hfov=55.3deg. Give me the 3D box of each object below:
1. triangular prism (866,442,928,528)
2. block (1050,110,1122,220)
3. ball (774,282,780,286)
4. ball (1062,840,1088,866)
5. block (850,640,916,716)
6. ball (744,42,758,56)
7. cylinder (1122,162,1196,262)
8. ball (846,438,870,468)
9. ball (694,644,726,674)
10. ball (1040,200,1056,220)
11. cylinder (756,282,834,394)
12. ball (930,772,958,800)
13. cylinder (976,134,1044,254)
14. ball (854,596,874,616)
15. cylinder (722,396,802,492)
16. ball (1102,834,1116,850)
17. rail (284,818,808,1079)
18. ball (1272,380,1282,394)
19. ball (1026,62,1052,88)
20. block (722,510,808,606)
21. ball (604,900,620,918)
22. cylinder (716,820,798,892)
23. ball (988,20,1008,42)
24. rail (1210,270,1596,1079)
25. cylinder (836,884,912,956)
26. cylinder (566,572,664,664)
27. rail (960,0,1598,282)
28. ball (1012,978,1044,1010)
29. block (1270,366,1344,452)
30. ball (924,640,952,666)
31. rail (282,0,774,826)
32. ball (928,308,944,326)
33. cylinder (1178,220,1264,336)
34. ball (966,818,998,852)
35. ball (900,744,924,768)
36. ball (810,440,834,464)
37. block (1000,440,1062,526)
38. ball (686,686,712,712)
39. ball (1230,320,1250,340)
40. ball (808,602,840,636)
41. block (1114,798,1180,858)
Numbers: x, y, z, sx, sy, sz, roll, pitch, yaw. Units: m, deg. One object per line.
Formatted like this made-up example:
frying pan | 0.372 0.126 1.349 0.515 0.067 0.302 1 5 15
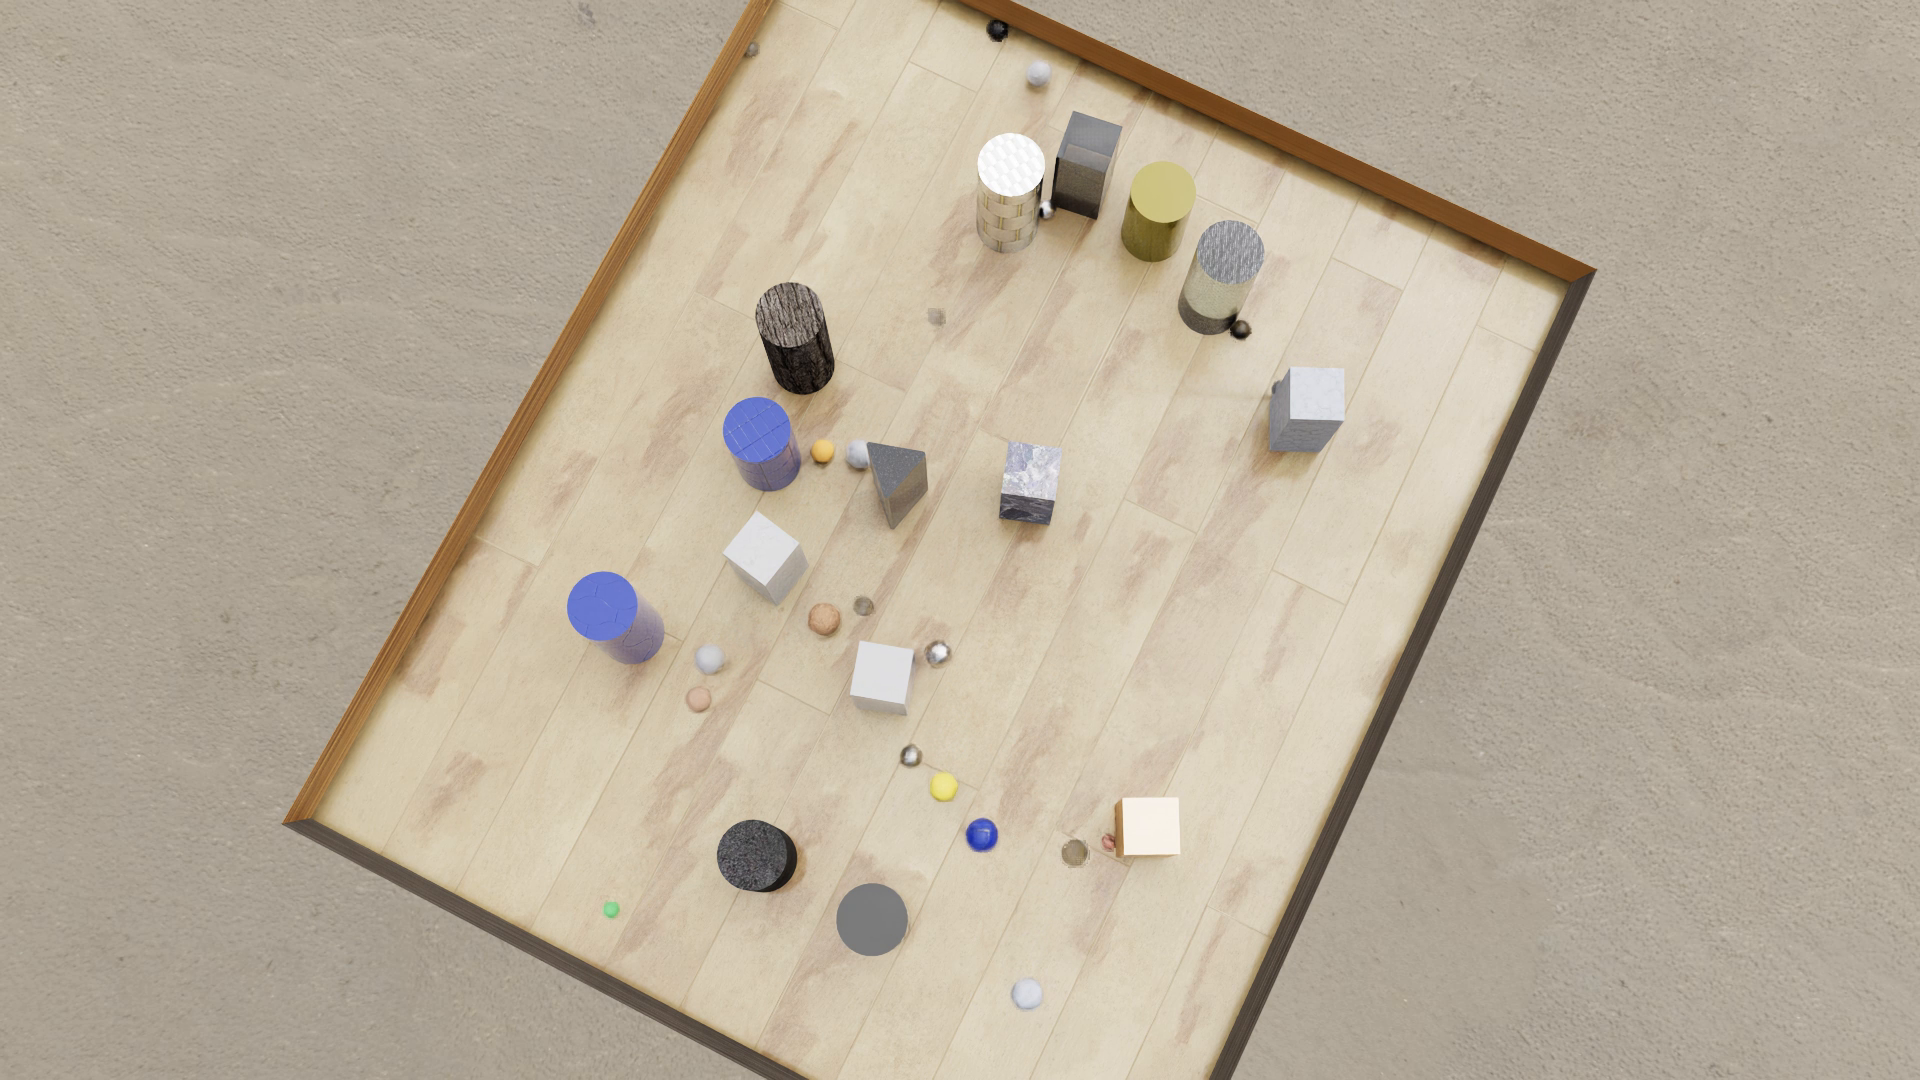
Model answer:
triangular prism | -0.209 -0.187 5.432 0.147 0.437 0.170 40 81 8
block | 0.387 -1.153 5.663 0.157 0.376 0.157 19 79 4
ball | -0.566 -0.782 5.753 0.050 0.050 0.050 0 78 0
ball | 0.337 0.919 5.387 0.078 0.078 0.078 0 78 0
block | -0.222 0.409 5.368 0.157 0.321 0.157 10 78 2
ball | -0.676 -1.588 5.923 0.044 0.044 0.044 0 78 0
cylinder | 0.610 -1.009 5.654 0.196 0.336 0.196 0 78 0
ball | -0.306 -0.265 5.625 0.092 0.092 0.092 0 78 0
ball | -0.750 0.355 5.497 0.090 0.090 0.090 0 78 0
ball | 0.274 -1.047 5.801 0.063 0.063 0.063 0 78 0
cylinder | -0.490 -0.598 5.493 0.196 0.484 0.196 0 78 0
ball | -0.049 0.729 5.423 0.083 0.083 0.083 0 78 0
cylinder | 0.150 -1.051 5.594 0.196 0.471 0.196 0 78 0
ball | -0.291 0.201 5.544 0.061 0.061 0.061 0 78 0
cylinder | -0.589 -0.282 5.486 0.196 0.369 0.196 0 78 0
ball | 0.439 0.891 5.410 0.043 0.043 0.043 0 78 0
rail | -0.723 1.422 5.256 2.765 0.128 0.045 26 80 5
ball | 0.996 -0.468 5.685 0.056 0.056 0.056 0 78 0
ball | 0.254 -1.496 5.885 0.081 0.081 0.081 0 78 0
block | -0.570 0.059 5.423 0.157 0.355 0.157 37 81 7
ball | -1.022 1.081 5.369 0.047 0.047 0.047 0 78 0
cylinder | -0.579 0.910 5.262 0.196 0.325 0.196 0 78 0
ball | 0.124 -1.647 5.923 0.067 0.067 0.067 0 78 0
rail | 1.215 0.602 5.426 0.045 0.128 3.279 26 80 5
cylinder | -0.240 1.076 5.194 0.196 0.391 0.196 0 78 0
cylinder | -0.994 0.232 5.324 0.196 0.478 0.196 0 78 0
rail | 0.723 -1.409 5.842 2.765 0.128 0.045 26 80 5
ball | 0.195 1.312 5.299 0.091 0.091 0.091 0 78 0
block | 1.039 -0.388 5.507 0.157 0.371 0.157 2 78 0
ball | -0.065 0.339 5.504 0.084 0.084 0.084 0 78 0
rail | -1.215 -0.588 5.672 0.045 0.128 3.279 26 80 5
ball | -0.075 -0.696 5.733 0.054 0.054 0.054 0 78 0
cylinder | 0.784 -0.786 5.538 0.196 0.472 0.196 0 78 0
ball | 0.065 0.866 5.388 0.097 0.097 0.097 0 78 0
ball | -0.144 0.642 5.449 0.068 0.068 0.068 0 78 0
ball | -0.424 -0.272 5.636 0.072 0.072 0.072 0 78 0
block | 0.208 -0.167 5.477 0.157 0.340 0.157 8 78 2
ball | -0.780 0.476 5.479 0.076 0.076 0.076 0 78 0
ball | 0.876 -0.654 5.719 0.064 0.064 0.064 0 78 0
ball | -0.410 0.238 5.517 0.098 0.098 0.098 0 78 0
block | 0.539 0.834 5.301 0.157 0.279 0.157 -1 78 0
